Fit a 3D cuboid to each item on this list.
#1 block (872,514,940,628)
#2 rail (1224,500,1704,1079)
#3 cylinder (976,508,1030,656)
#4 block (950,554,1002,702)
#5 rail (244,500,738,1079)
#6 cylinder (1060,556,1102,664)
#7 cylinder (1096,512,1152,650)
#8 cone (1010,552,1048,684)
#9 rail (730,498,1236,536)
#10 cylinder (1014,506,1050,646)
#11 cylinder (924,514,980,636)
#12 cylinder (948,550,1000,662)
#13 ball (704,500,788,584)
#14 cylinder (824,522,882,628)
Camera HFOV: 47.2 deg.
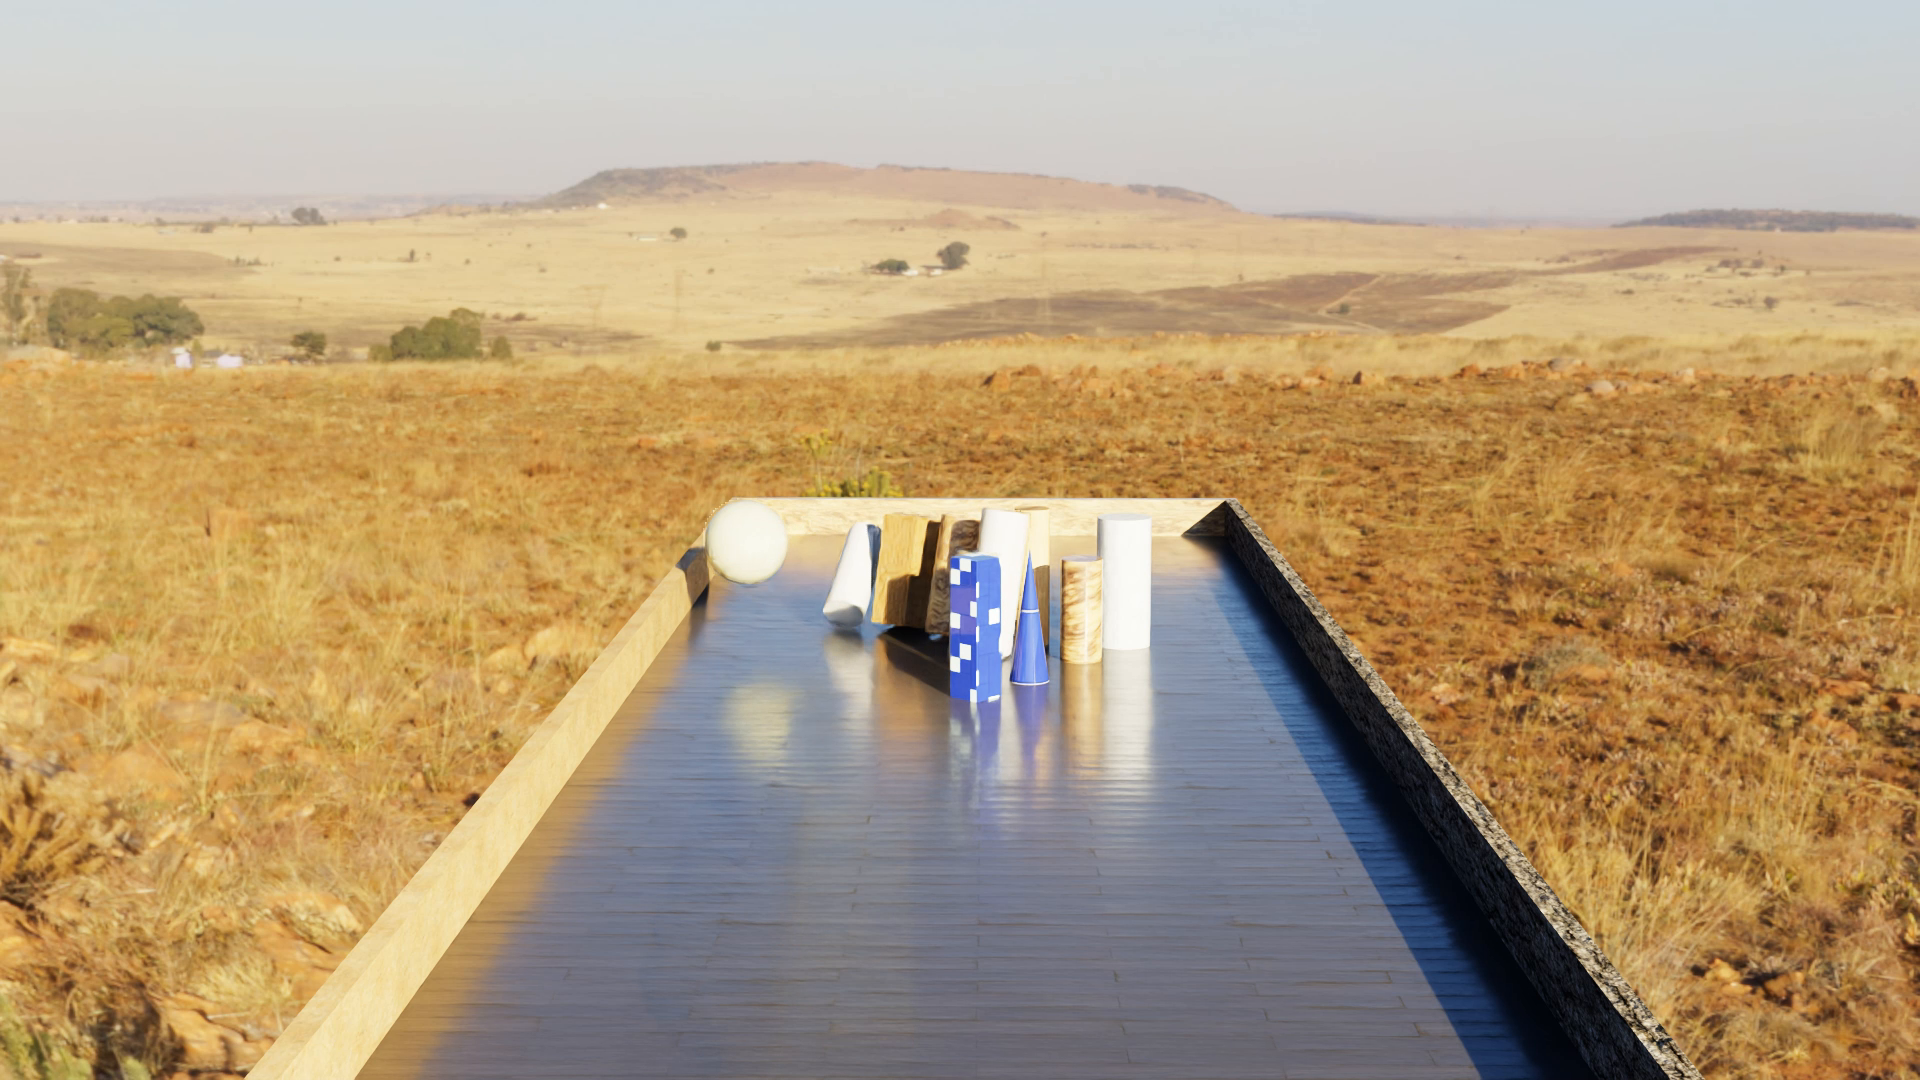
[{"bbox_3d":[-0.170,0.101,7.169,0.140,0.355,0.140,7,0,39],"label":"block"},{"bbox_3d":[1.046,0.843,3.208,0.050,0.150,12.000,0,9,1],"label":"rail"},{"bbox_3d":[0.112,0.129,6.743,0.148,0.434,0.148,7,0,0],"label":"cylinder"},{"bbox_3d":[0.045,0.245,6.185,0.102,0.400,0.102,9,12,44],"label":"block"},{"bbox_3d":[-1.004,0.839,3.234,0.050,0.150,12.000,0,9,1],"label":"rail"},{"bbox_3d":[0.369,0.210,6.687,0.128,0.312,0.128,0,9,0],"label":"cylinder"},{"bbox_3d":[0.514,0.128,6.906,0.170,0.406,0.170,0,9,0],"label":"cylinder"},{"bbox_3d":[0.202,0.216,6.392,0.117,0.393,0.117,0,9,0],"label":"cone"},{"bbox_3d":[0.099,-0.098,9.147,2.100,0.150,0.050,0,9,1],"label":"rail"},{"bbox_3d":[0.226,0.113,6.918,0.112,0.431,0.112,0,9,0],"label":"cylinder"},{"bbox_3d":[-0.021,0.116,7.006,0.132,0.378,0.132,8,-1,0],"label":"cylinder"},{"bbox_3d":[0.042,0.203,6.607,0.133,0.335,0.133,5,1,0],"label":"cylinder"},{"bbox_3d":[-0.697,0.008,7.169,0.275,0.275,0.275,0,9,0],"label":"ball"},{"bbox_3d":[-0.344,0.114,7.264,0.136,0.136,0.345,2,48,15],"label":"cylinder"}]
